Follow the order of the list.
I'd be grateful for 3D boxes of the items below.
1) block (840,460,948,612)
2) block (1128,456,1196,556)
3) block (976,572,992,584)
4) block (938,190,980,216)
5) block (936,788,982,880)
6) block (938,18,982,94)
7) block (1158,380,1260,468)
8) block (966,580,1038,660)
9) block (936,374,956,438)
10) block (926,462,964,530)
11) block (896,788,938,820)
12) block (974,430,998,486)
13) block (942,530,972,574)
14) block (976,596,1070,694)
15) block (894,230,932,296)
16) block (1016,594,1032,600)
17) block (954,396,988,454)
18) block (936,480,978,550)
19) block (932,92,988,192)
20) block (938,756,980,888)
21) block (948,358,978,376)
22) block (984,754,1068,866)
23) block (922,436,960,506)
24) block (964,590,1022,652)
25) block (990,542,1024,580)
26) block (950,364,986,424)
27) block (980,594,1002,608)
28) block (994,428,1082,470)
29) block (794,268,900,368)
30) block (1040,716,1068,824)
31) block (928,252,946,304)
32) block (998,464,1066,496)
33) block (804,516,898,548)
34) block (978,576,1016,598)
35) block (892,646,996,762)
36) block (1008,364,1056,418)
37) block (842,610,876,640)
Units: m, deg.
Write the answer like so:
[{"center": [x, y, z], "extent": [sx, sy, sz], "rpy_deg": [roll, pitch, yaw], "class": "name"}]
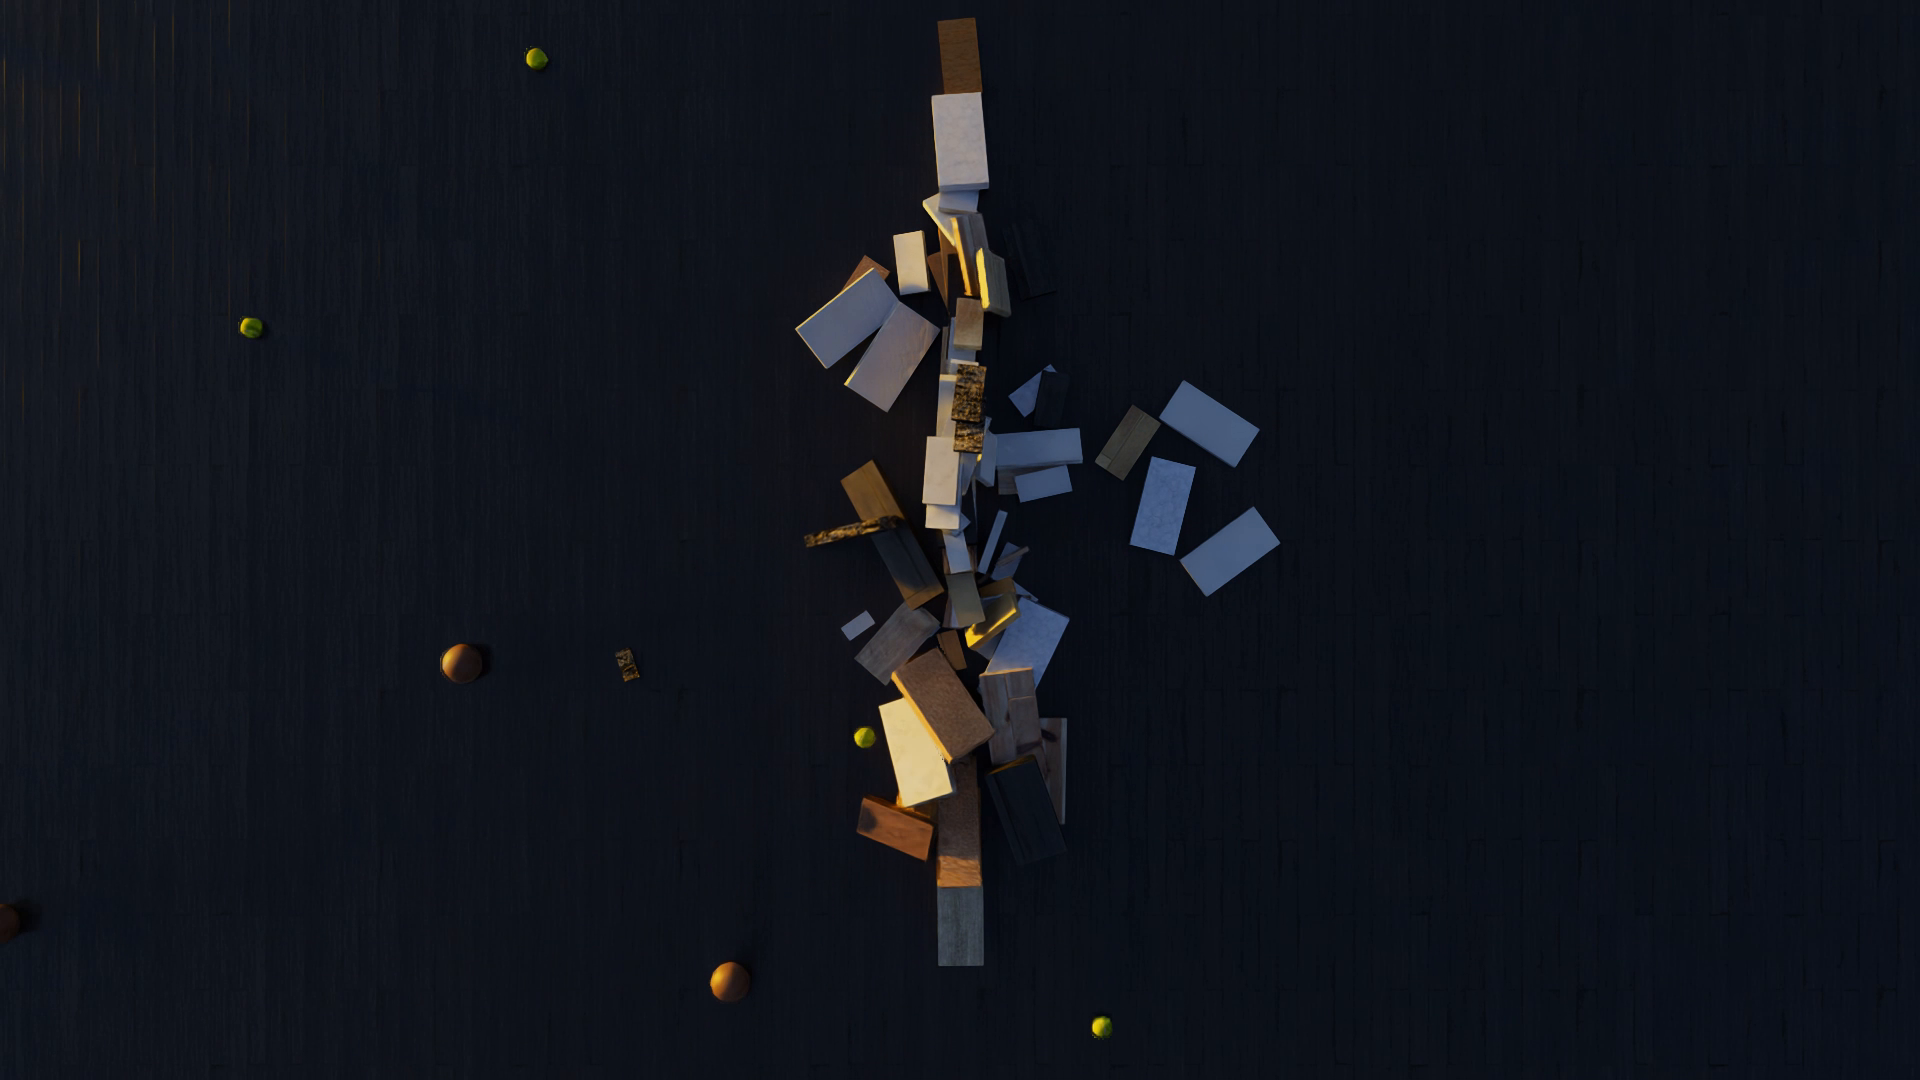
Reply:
[{"center": [-0.217, -0.017, 5.423], "extent": [0.139, 0.039, 0.495], "rpy_deg": [-32, 82, 21], "class": "block"}, {"center": [0.672, -0.113, 5.479], "extent": [0.150, 0.043, 0.301], "rpy_deg": [14, 90, 0], "class": "block"}, {"center": [0.079, 0.126, 5.448], "extent": [0.052, 0.103, 0.015], "rpy_deg": [-37, 90, 0], "class": "block"}, {"center": [0.008, -1.197, 5.450], "extent": [0.126, 0.036, 0.251], "rpy_deg": [8, 75, 0], "class": "block"}, {"center": [-0.005, 0.971, 5.446], "extent": [0.149, 0.042, 0.299], "rpy_deg": [-1, 77, 0], "class": "block"}, {"center": [0.001, -1.601, 5.482], "extent": [0.126, 0.036, 0.251], "rpy_deg": [-6, 90, 0], "class": "block"}, {"center": [0.825, -0.385, 5.479], "extent": [0.301, 0.043, 0.150], "rpy_deg": [33, 90, 0], "class": "block"}, {"center": [0.141, 0.271, 5.485], "extent": [0.104, 0.029, 0.260], "rpy_deg": [37, 90, 0], "class": "block"}, {"center": [-0.007, -0.408, 5.341], "extent": [0.132, 0.037, 0.264], "rpy_deg": [4, 126, -1], "class": "block"}, {"center": [-0.049, -0.143, 5.288], "extent": [0.107, 0.030, 0.214], "rpy_deg": [3, 88, 11], "class": "block"}, {"center": [-0.131, 0.789, 5.430], "extent": [0.131, 0.037, 0.263], "rpy_deg": [2, 78, 26], "class": "block"}, {"center": [0.084, -0.272, 5.389], "extent": [0.025, 0.088, 0.176], "rpy_deg": [-9, 65, 31], "class": "block"}, {"center": [-0.022, -0.023, 5.322], "extent": [0.067, 0.019, 0.264], "rpy_deg": [-12, 78, -1], "class": "block"}, {"center": [0.207, 0.377, 5.436], "extent": [0.175, 0.049, 0.349], "rpy_deg": [25, 97, 0], "class": "block"}, {"center": [-0.159, -0.917, 5.472], "extent": [0.100, 0.028, 0.200], "rpy_deg": [-6, 90, 17], "class": "block"}, {"center": [0.203, 0.240, 5.462], "extent": [0.058, 0.016, 0.116], "rpy_deg": [4, 90, 0], "class": "block"}, {"center": [0.033, -0.367, 5.235], "extent": [0.090, 0.026, 0.181], "rpy_deg": [5, 80, 3], "class": "block"}, {"center": [-0.020, -0.109, 5.369], "extent": [0.132, 0.037, 0.264], "rpy_deg": [-6, 78, 1], "class": "block"}, {"center": [0.000, -1.312, 5.435], "extent": [0.163, 0.046, 0.327], "rpy_deg": [-4, 76, -1], "class": "block"}, {"center": [-0.005, 0.922, 5.402], "extent": [0.131, 0.037, 0.424], "rpy_deg": [-2, 70, 0], "class": "block"}, {"center": [-0.006, -0.448, 5.351], "extent": [0.089, 0.025, 0.296], "rpy_deg": [8, 126, -3], "class": "block"}, {"center": [0.217, 0.887, 5.409], "extent": [0.173, 0.049, 0.347], "rpy_deg": [-18, 107, 6], "class": "block"}, {"center": [-0.057, -0.220, 5.263], "extent": [0.107, 0.030, 0.214], "rpy_deg": [4, 88, 11], "class": "block"}, {"center": [0.105, 0.265, 5.418], "extent": [0.208, 0.104, 0.029], "rpy_deg": [-38, 129, 20], "class": "block"}, {"center": [0.159, 0.080, 5.491], "extent": [0.067, 0.019, 0.133], "rpy_deg": [25, 90, 0], "class": "block"}, {"center": [0.028, -0.464, 5.227], "extent": [0.090, 0.026, 0.181], "rpy_deg": [7, 80, 3], "class": "block"}, {"center": [0.106, 0.208, 5.451], "extent": [0.094, 0.013, 0.047], "rpy_deg": [-10, 127, 0], "class": "block"}, {"center": [0.244, -0.301, 5.462], "extent": [0.314, 0.032, 0.114], "rpy_deg": [-4, 68, 0], "class": "block"}, {"center": [-0.364, -0.731, 5.441], "extent": [0.327, 0.046, 0.163], "rpy_deg": [-39, 106, -5], "class": "block"}, {"center": [0.263, 0.763, 5.475], "extent": [0.175, 0.049, 0.349], "rpy_deg": [1, 90, 0], "class": "block"}, {"center": [-0.030, -0.865, 5.486], "extent": [0.100, 0.028, 0.200], "rpy_deg": [-23, 90, 0], "class": "block"}, {"center": [0.240, -0.213, 5.484], "extent": [0.229, 0.032, 0.114], "rpy_deg": [-3, 90, 0], "class": "block"}, {"center": [-0.355, -0.028, 5.383], "extent": [0.277, 0.139, 0.039], "rpy_deg": [-13, 89, 22], "class": "block"}, {"center": [0.124, 0.168, 5.469], "extent": [0.116, 0.016, 0.058], "rpy_deg": [-22, 75, 15], "class": "block"}, {"center": [-0.054, 0.535, 5.375], "extent": [0.173, 0.049, 0.346], "rpy_deg": [-28, 72, -22], "class": "block"}, {"center": [0.257, -0.496, 5.488], "extent": [0.176, 0.025, 0.088], "rpy_deg": [-37, 90, 0], "class": "block"}, {"center": [-0.339, 0.285, 5.493], "extent": [0.104, 0.015, 0.052], "rpy_deg": [-35, 90, 0], "class": "block"}]
